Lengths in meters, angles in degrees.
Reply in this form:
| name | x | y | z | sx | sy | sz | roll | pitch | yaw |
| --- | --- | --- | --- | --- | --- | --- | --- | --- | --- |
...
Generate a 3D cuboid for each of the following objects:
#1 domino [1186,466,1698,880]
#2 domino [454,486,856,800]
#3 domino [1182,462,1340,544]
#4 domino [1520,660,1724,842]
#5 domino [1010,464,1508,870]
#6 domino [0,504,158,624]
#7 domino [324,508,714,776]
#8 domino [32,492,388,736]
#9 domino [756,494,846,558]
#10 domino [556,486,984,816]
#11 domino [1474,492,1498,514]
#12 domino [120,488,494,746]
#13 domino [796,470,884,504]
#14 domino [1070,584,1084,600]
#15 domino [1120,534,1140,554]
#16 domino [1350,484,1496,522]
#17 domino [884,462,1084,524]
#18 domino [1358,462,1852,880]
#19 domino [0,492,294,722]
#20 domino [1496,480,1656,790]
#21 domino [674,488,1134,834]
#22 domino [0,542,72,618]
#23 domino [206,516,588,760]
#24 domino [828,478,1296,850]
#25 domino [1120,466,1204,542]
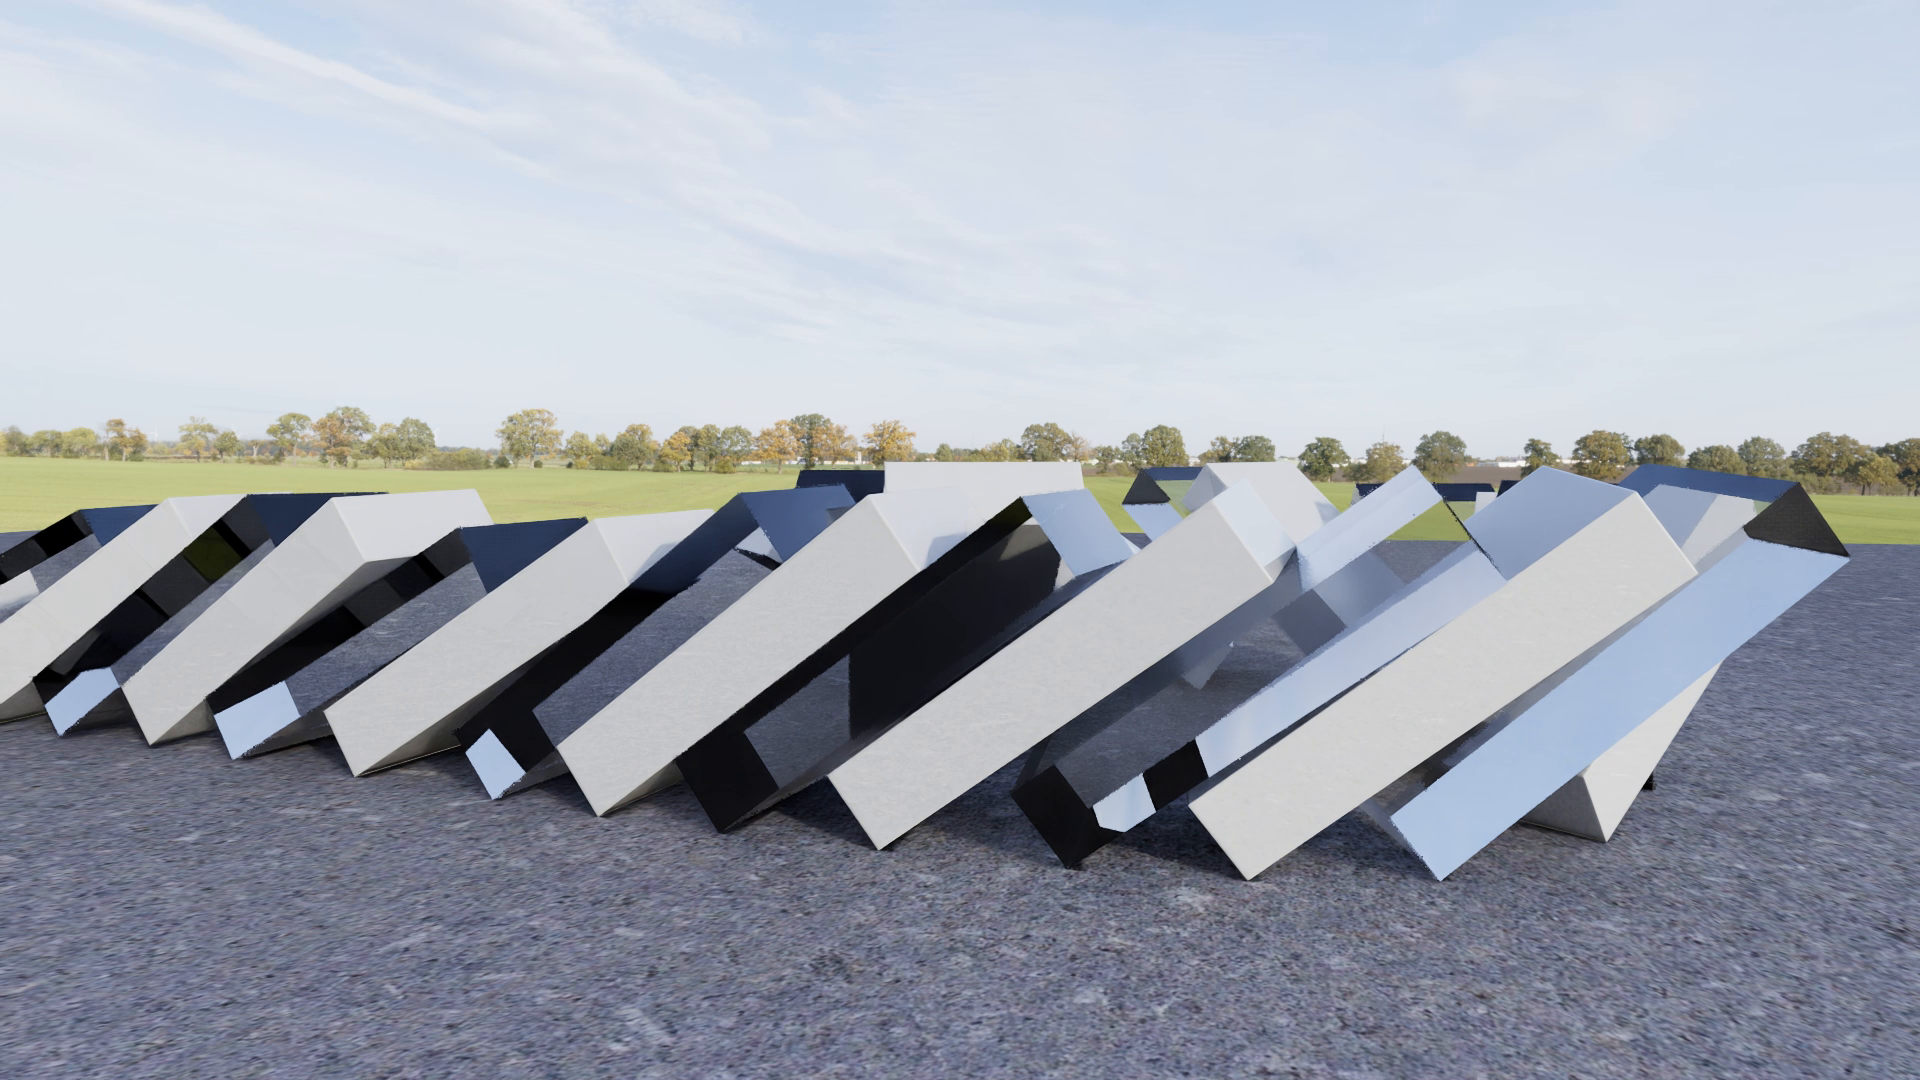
| name | x | y | z | sx | sy | sz | roll | pitch | yaw |
| --- | --- | --- | --- | --- | --- | --- | --- | --- | --- |
| domino | 0.046 | 0.013 | 0.133 | 0.050 | 0.010 | 0.025 | -38 | 3 | 10 |
| domino | -0.035 | 0.012 | 0.157 | 0.050 | 0.009 | 0.025 | -37 | -9 | 20 |
| domino | 0.066 | 0.005 | 0.234 | 0.025 | 0.009 | 0.050 | -4 | 45 | -38 |
| domino | 0.076 | 0.013 | 0.157 | 0.050 | 0.009 | 0.025 | -41 | 26 | -27 |
| domino | 0.030 | 0.012 | 0.133 | 0.050 | 0.009 | 0.025 | -38 | 0 | 17 |
| domino | -0.150 | 0.011 | 0.204 | 0.050 | 0.009 | 0.025 | -29 | 4 | 2 |
| domino | -0.055 | 0.013 | 0.167 | 0.050 | 0.010 | 0.025 | -32 | -8 | 20 |
| domino | -0.108 | 0.010 | 0.190 | 0.050 | 0.009 | 0.025 | -33 | -8 | 18 |
| domino | -0.010 | 0.009 | 0.229 | 0.050 | 0.009 | 0.025 | 31 | -9 | -24 |
| domino | -0.021 | 0.013 | 0.150 | 0.050 | 0.010 | 0.025 | -37 | -10 | 20 |
| domino | 0.090 | 0.011 | 0.195 | 0.025 | 0.009 | 0.050 | 2 | 37 | 25 |
| domino | -0.092 | 0.011 | 0.183 | 0.050 | 0.009 | 0.025 | -34 | -8 | 21 |
| domino | -0.006 | 0.008 | 0.199 | 0.025 | 0.009 | 0.050 | 1 | -34 | 17 |
| domino | 0.008 | 0.007 | 0.237 | 0.050 | 0.010 | 0.025 | 33 | -7 | -18 |
| domino | 0.030 | 0.005 | 0.249 | 0.050 | 0.010 | 0.025 | 37 | 11 | 8 |
| domino | 0.085 | 0.009 | 0.219 | 0.025 | 0.009 | 0.050 | 0 | 37 | -1 |
| domino | 0.001 | 0.009 | 0.180 | 0.025 | 0.010 | 0.050 | 0 | -37 | -6 |
| domino | 0.062 | 0.012 | 0.136 | 0.050 | 0.010 | 0.025 | -39 | 8 | 2 |
| domino | -0.127 | 0.010 | 0.197 | 0.050 | 0.009 | 0.025 | -32 | -2 | 11 |
| domino | 0.084 | 0.011 | 0.178 | 0.025 | 0.009 | 0.050 | 4 | 41 | 32 |
| domino | -0.006 | 0.013 | 0.144 | 0.050 | 0.009 | 0.025 | -37 | -9 | 19 |
| domino | -0.184 | 0.014 | 0.219 | 0.025 | 0.009 | 0.050 | -9 | 13 | 28 |
| domino | -0.075 | 0.013 | 0.176 | 0.050 | 0.009 | 0.025 | -29 | -6 | 20 |
| domino | 0.011 | 0.013 | 0.138 | 0.050 | 0.009 | 0.025 | -38 | -6 | 20 |
| domino | 0.056 | 0.005 | 0.246 | 0.025 | 0.009 | 0.050 | -3 | 43 | -38 |
